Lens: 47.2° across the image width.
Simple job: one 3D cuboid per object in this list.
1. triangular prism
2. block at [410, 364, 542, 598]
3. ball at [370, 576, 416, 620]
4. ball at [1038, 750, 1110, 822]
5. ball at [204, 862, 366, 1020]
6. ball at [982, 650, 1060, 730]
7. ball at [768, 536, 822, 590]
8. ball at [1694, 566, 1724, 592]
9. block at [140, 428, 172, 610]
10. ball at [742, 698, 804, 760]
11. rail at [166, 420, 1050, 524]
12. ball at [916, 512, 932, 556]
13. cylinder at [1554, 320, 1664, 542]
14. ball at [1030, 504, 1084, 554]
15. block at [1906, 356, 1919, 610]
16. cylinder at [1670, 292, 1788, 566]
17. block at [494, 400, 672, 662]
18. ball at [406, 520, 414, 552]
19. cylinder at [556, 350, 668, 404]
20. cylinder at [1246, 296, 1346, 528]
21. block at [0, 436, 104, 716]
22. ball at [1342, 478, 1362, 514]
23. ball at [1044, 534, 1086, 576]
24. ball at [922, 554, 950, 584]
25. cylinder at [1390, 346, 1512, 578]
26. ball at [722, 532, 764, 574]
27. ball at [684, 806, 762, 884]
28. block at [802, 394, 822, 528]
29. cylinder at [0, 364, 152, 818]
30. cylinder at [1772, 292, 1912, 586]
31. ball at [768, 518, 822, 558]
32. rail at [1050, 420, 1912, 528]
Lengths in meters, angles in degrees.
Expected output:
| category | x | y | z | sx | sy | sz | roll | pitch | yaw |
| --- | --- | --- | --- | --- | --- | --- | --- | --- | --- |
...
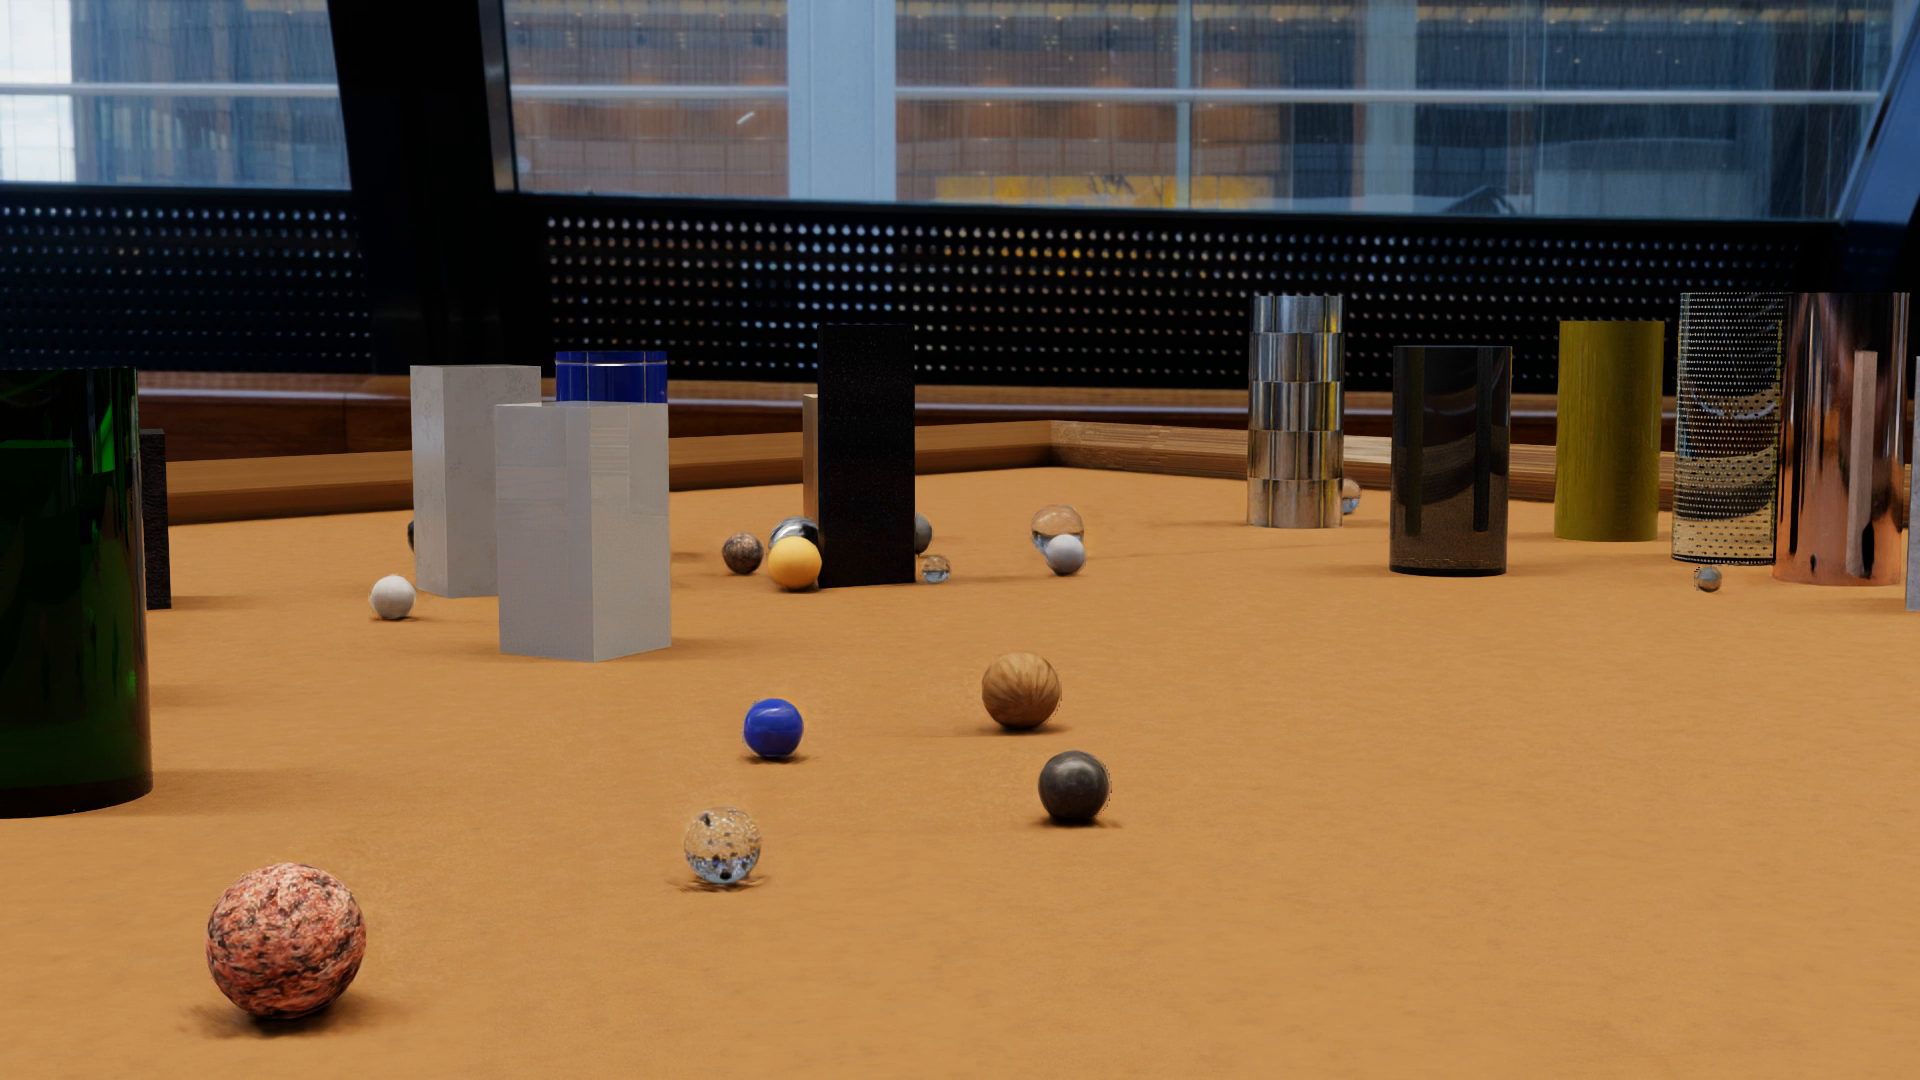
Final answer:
| category | x | y | z | sx | sy | sz | roll | pitch | yaw |
| --- | --- | --- | --- | --- | --- | --- | --- | --- | --- |
| triangular prism | -0.184 | -0.143 | 3.621 | 0.171 | 0.422 | 0.148 | -3 | 7 | -29 |
| block | -0.768 | -0.098 | 3.498 | 0.158 | 0.357 | 0.158 | -4 | 7 | -32 |
| ball | -0.821 | 0.083 | 3.184 | 0.063 | 0.063 | 0.063 | 0 | 6 | 0 |
| ball | 0.099 | 0.215 | 1.919 | 0.062 | 0.062 | 0.062 | 0 | 6 | 0 |
| ball | -0.425 | 0.253 | 1.389 | 0.097 | 0.097 | 0.097 | 0 | 6 | 0 |
| ball | 0.064 | 0.160 | 2.342 | 0.084 | 0.084 | 0.084 | 0 | 6 | 0 |
| ball | -0.264 | 0.037 | 3.508 | 0.086 | 0.086 | 0.086 | 0 | 6 | 0 |
| ball | 1.187 | 0.062 | 3.485 | 0.042 | 0.042 | 0.042 | 0 | 6 | 0 |
| block | -1.283 | -0.032 | 3.325 | 0.158 | 0.262 | 0.158 | -2 | 6 | -21 |
| ball | -0.186 | 0.188 | 2.189 | 0.061 | 0.061 | 0.061 | 0 | 6 | 0 |
| rail | -1.372 | -0.121 | 4.811 | 4.490 | 0.129 | 0.045 | -5 | 8 | -42 |
| ball | -0.093 | -0.011 | 3.987 | 0.083 | 0.083 | 0.083 | 0 | 6 | 0 |
| cylinder | 1.273 | -0.217 | 4.316 | 0.198 | 0.425 | 0.198 | 0 | 6 | 0 |
| ball | 0.175 | -0.016 | 3.961 | 0.099 | 0.099 | 0.099 | 0 | 6 | 0 |
| block | 1.514 | -0.085 | 3.300 | 0.158 | 0.374 | 0.158 | 2 | 6 | 23 |
| cylinder | 1.380 | -0.202 | 3.922 | 0.198 | 0.476 | 0.198 | 0 | 6 | 0 |
| block | -0.492 | -0.016 | 2.881 | 0.158 | 0.323 | 0.158 | 3 | 7 | 30 |
| ball | -0.940 | -0.008 | 3.920 | 0.091 | 0.091 | 0.091 | 0 | 6 | 0 |
| cylinder | -0.623 | -0.152 | 3.948 | 0.198 | 0.372 | 0.198 | 0 | 6 | 0 |
| cylinder | 0.699 | -0.269 | 4.572 | 0.198 | 0.474 | 0.198 | 0 | 6 | 0 |
| block | -1.080 | 0.037 | 2.494 | 0.158 | 0.297 | 0.158 | -4 | 7 | -35 |
| ball | 0.844 | -0.096 | 4.839 | 0.076 | 0.076 | 0.076 | 0 | 6 | 0 |
| ball | 0.177 | 0.025 | 3.712 | 0.068 | 0.068 | 0.068 | 0 | 6 | 0 |
| ball | -0.040 | 0.047 | 3.605 | 0.046 | 0.046 | 0.046 | 0 | 6 | 0 |
| cylinder | 0.838 | -0.139 | 3.760 | 0.198 | 0.384 | 0.198 | 0 | 6 | 0 |
| ball | -0.368 | 0.022 | 3.729 | 0.071 | 0.071 | 0.071 | 0 | 6 | 0 |
| ball | -0.185 | 0.238 | 1.713 | 0.060 | 0.060 | 0.060 | 0 | 6 | 0 |
| block | -0.214 | -0.138 | 4.245 | 0.158 | 0.281 | 0.158 | -1 | 6 | -11 |
| cylinder | -0.850 | 0.039 | 2.009 | 0.198 | 0.393 | 0.198 | 0 | 6 | 0 |
| cylinder | 1.455 | -0.170 | 3.630 | 0.198 | 0.473 | 0.198 | 0 | 6 | 0 |
| ball | -0.273 | 0.011 | 3.698 | 0.099 | 0.099 | 0.099 | 0 | 6 | 0 |
| rail | 1.633 | -0.123 | 4.830 | 0.045 | 0.129 | 4.094 | -5 | 8 | -42 |
